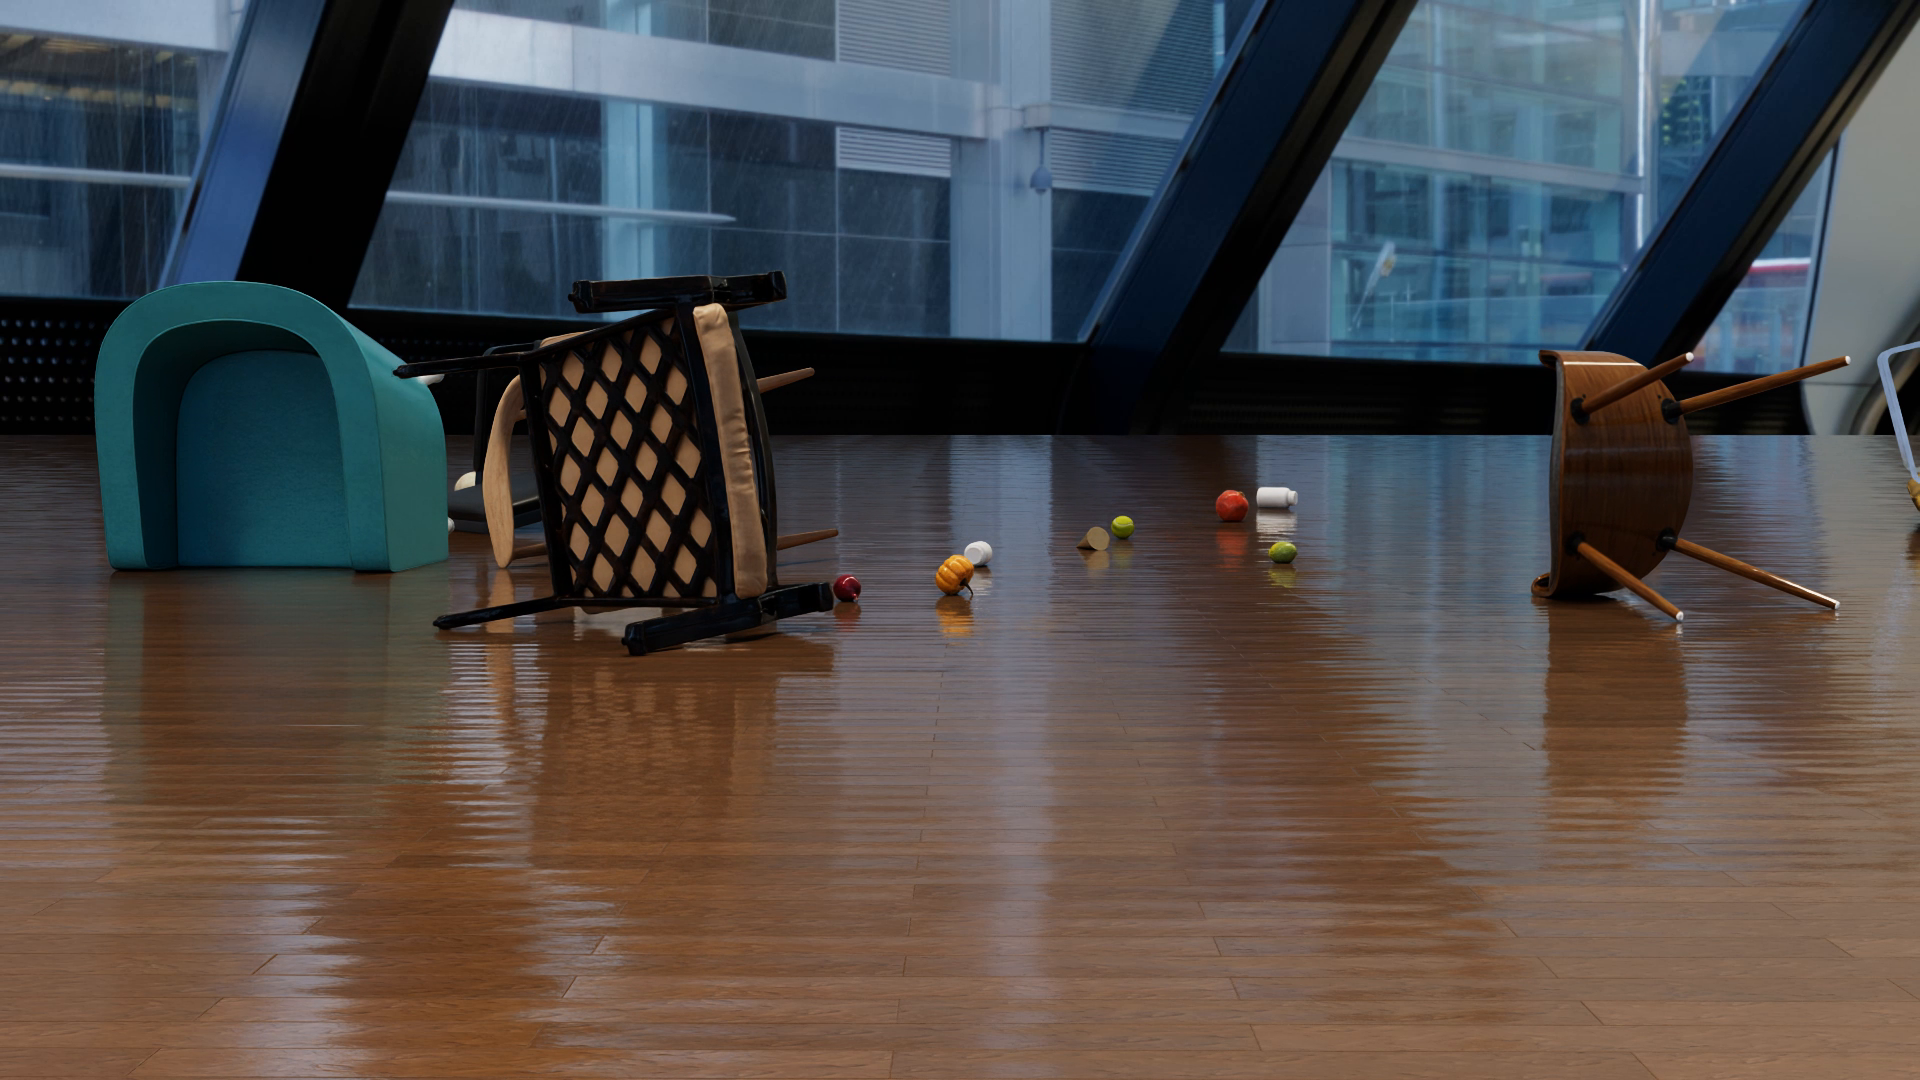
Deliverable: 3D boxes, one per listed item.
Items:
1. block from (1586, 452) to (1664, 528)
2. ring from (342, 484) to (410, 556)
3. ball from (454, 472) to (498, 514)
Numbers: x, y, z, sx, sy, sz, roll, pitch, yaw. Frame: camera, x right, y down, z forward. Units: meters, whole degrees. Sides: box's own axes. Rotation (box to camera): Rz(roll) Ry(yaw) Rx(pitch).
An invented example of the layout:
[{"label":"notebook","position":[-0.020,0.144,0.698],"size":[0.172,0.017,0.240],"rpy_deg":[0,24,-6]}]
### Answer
[{"label":"block","position":[2.172,-0.164,7.182],"size":[0.161,0.239,0.173],"rpy_deg":[-3,5,-39]},{"label":"ring","position":[-1.588,-0.055,5.977],"size":[0.161,0.198,0.221],"rpy_deg":[5,20,-9]},{"label":"ball","position":[-1.735,-0.168,7.883],"size":[0.153,0.153,0.153],"rpy_deg":[0,4,0]}]
